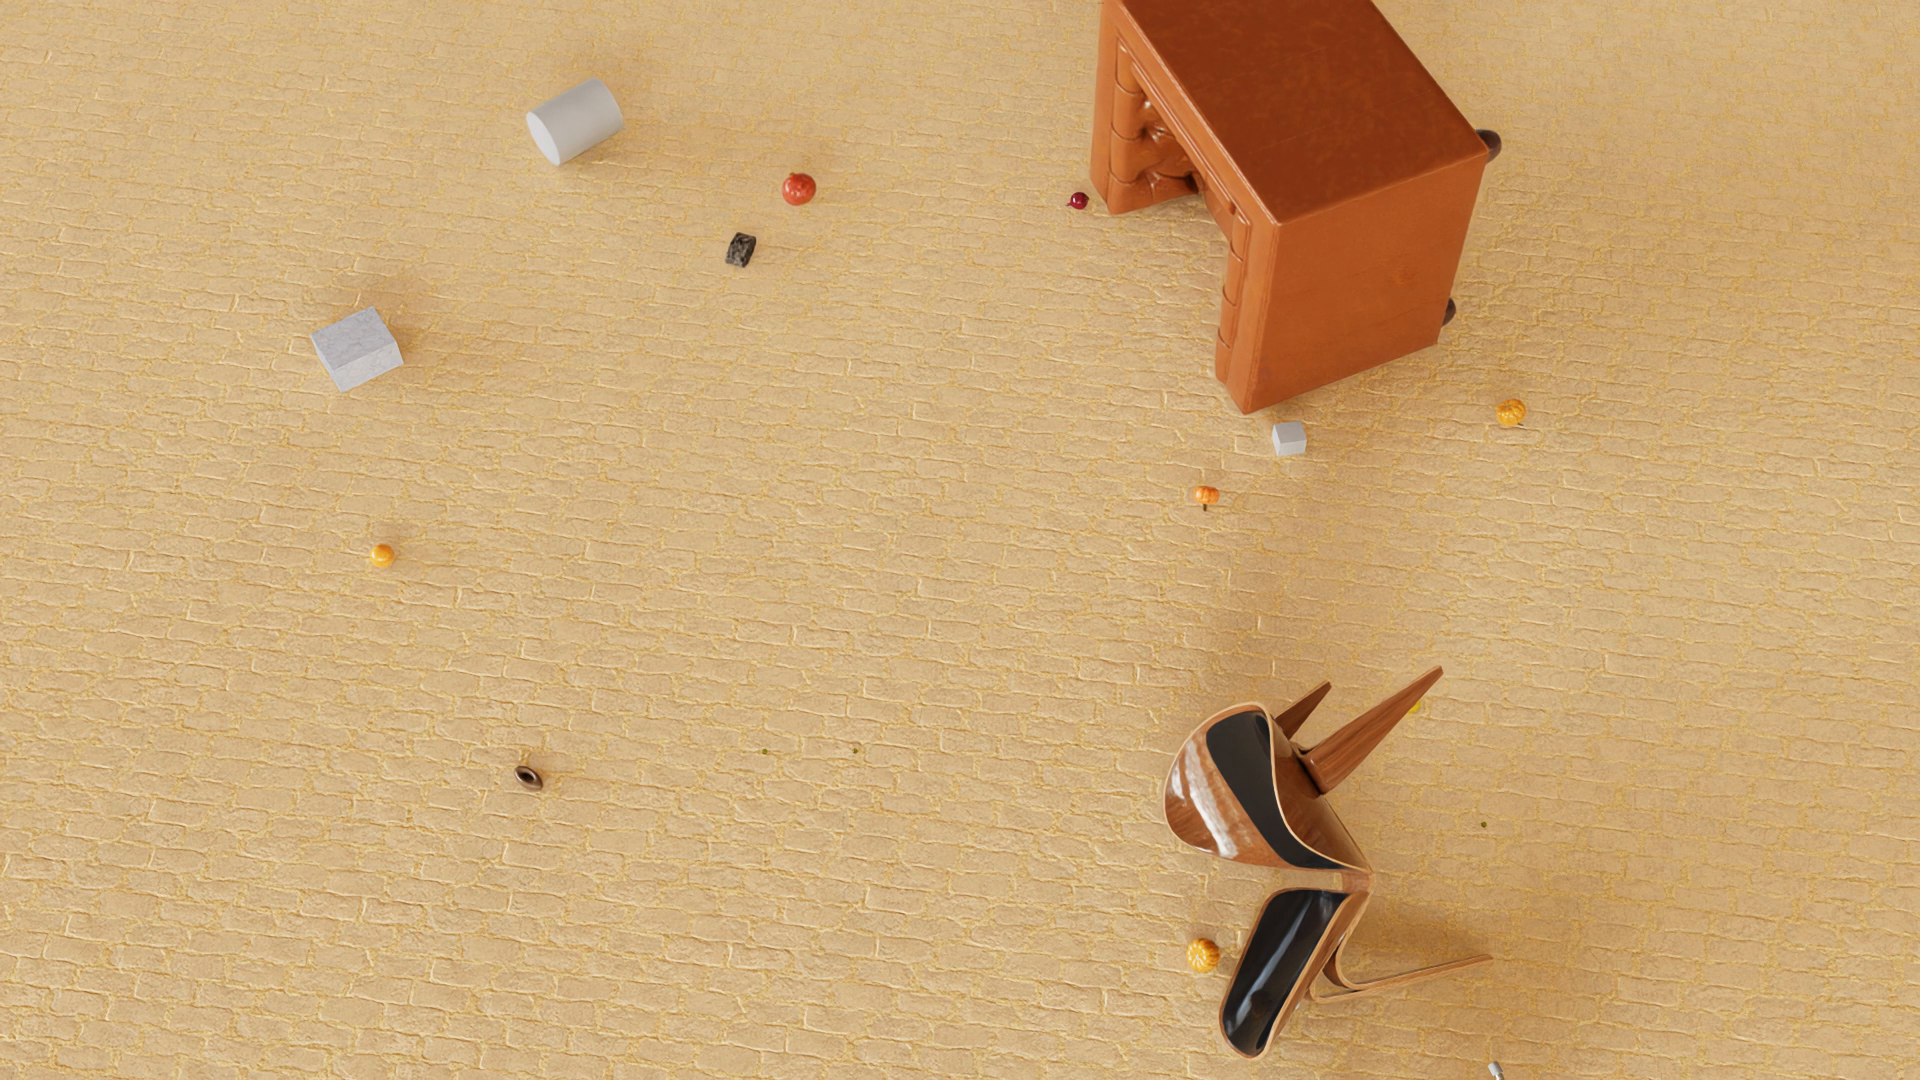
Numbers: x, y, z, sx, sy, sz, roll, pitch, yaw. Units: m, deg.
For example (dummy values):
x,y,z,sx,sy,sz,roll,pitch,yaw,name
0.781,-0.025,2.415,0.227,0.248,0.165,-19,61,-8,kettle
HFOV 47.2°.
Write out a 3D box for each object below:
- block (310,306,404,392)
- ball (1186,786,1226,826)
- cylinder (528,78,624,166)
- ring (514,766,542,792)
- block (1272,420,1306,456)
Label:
x,y,z,sx,sy,sz,roll,pitch,yaw,name
-1.895,-0.600,6.909,0.213,0.112,0.173,-29,61,-18,block
0.671,0.727,6.020,0.109,0.109,0.109,0,56,0,ball
-1.294,-1.407,7.401,0.257,0.199,0.183,-34,35,-21,cylinder
-1.199,0.662,6.108,0.101,0.036,0.053,32,64,21,ring
1.010,-0.311,6.743,0.084,0.066,0.075,-8,57,-6,block
